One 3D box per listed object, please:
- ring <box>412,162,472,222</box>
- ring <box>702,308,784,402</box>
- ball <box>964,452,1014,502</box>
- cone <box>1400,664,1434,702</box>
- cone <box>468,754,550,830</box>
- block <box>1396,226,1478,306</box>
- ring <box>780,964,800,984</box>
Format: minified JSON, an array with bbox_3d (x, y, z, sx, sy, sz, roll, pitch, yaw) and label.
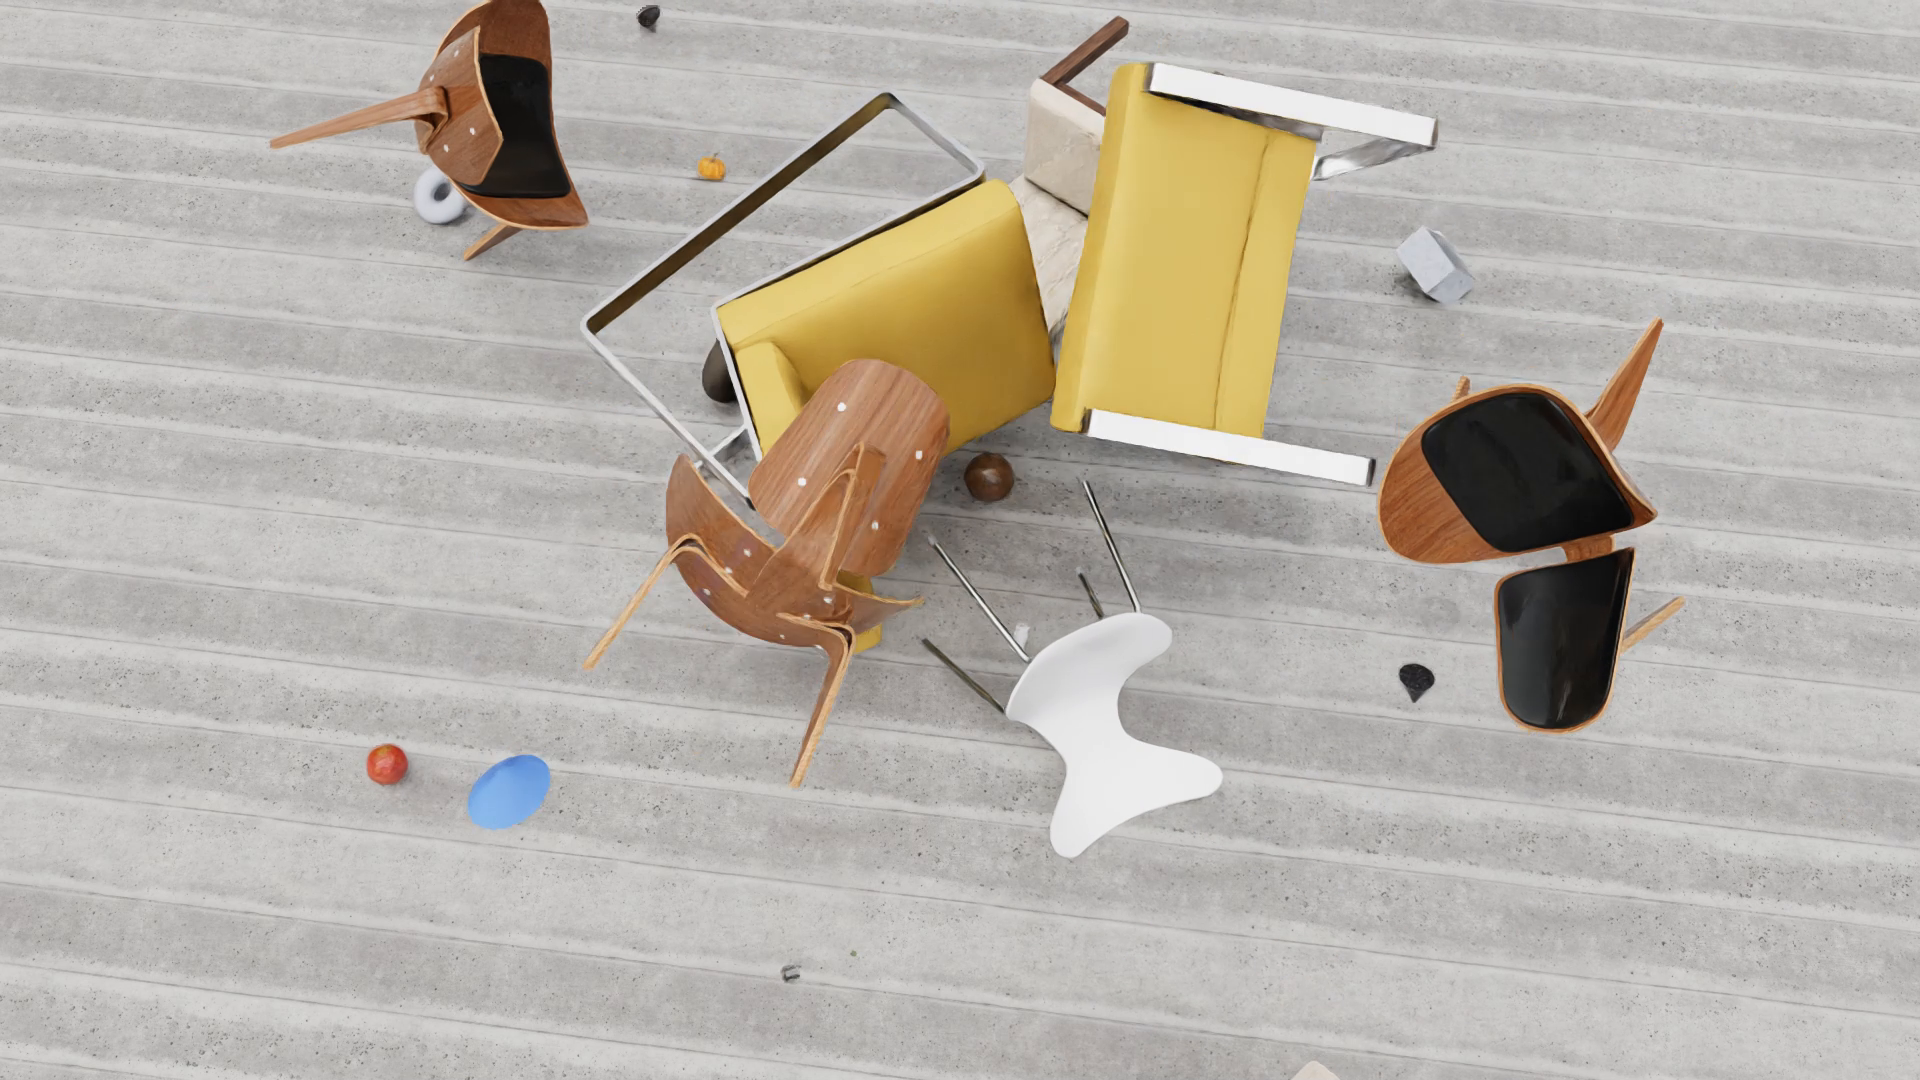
[{"bbox_3d":[-1.710,-1.149,7.272,0.217,0.066,0.217,-21,69,11],"label":"ring"},{"bbox_3d":[-0.669,-0.571,6.778,0.114,0.301,0.347,33,55,12],"label":"ring"},{"bbox_3d":[0.088,-0.188,6.611,0.149,0.149,0.149,0,56,0],"label":"ball"},{"bbox_3d":[1.248,0.413,6.029,0.094,0.093,0.120,-2,34,-1],"label":"cone"},{"bbox_3d":[-1.251,0.661,6.046,0.193,0.140,0.257,34,62,20],"label":"cone"},{"bbox_3d":[1.527,-0.878,7.049,0.121,0.170,0.195,-42,58,24],"label":"block"},{"bbox_3d":[-0.447,1.139,5.778,0.039,0.055,0.049,-12,78,-19],"label":"ring"}]
